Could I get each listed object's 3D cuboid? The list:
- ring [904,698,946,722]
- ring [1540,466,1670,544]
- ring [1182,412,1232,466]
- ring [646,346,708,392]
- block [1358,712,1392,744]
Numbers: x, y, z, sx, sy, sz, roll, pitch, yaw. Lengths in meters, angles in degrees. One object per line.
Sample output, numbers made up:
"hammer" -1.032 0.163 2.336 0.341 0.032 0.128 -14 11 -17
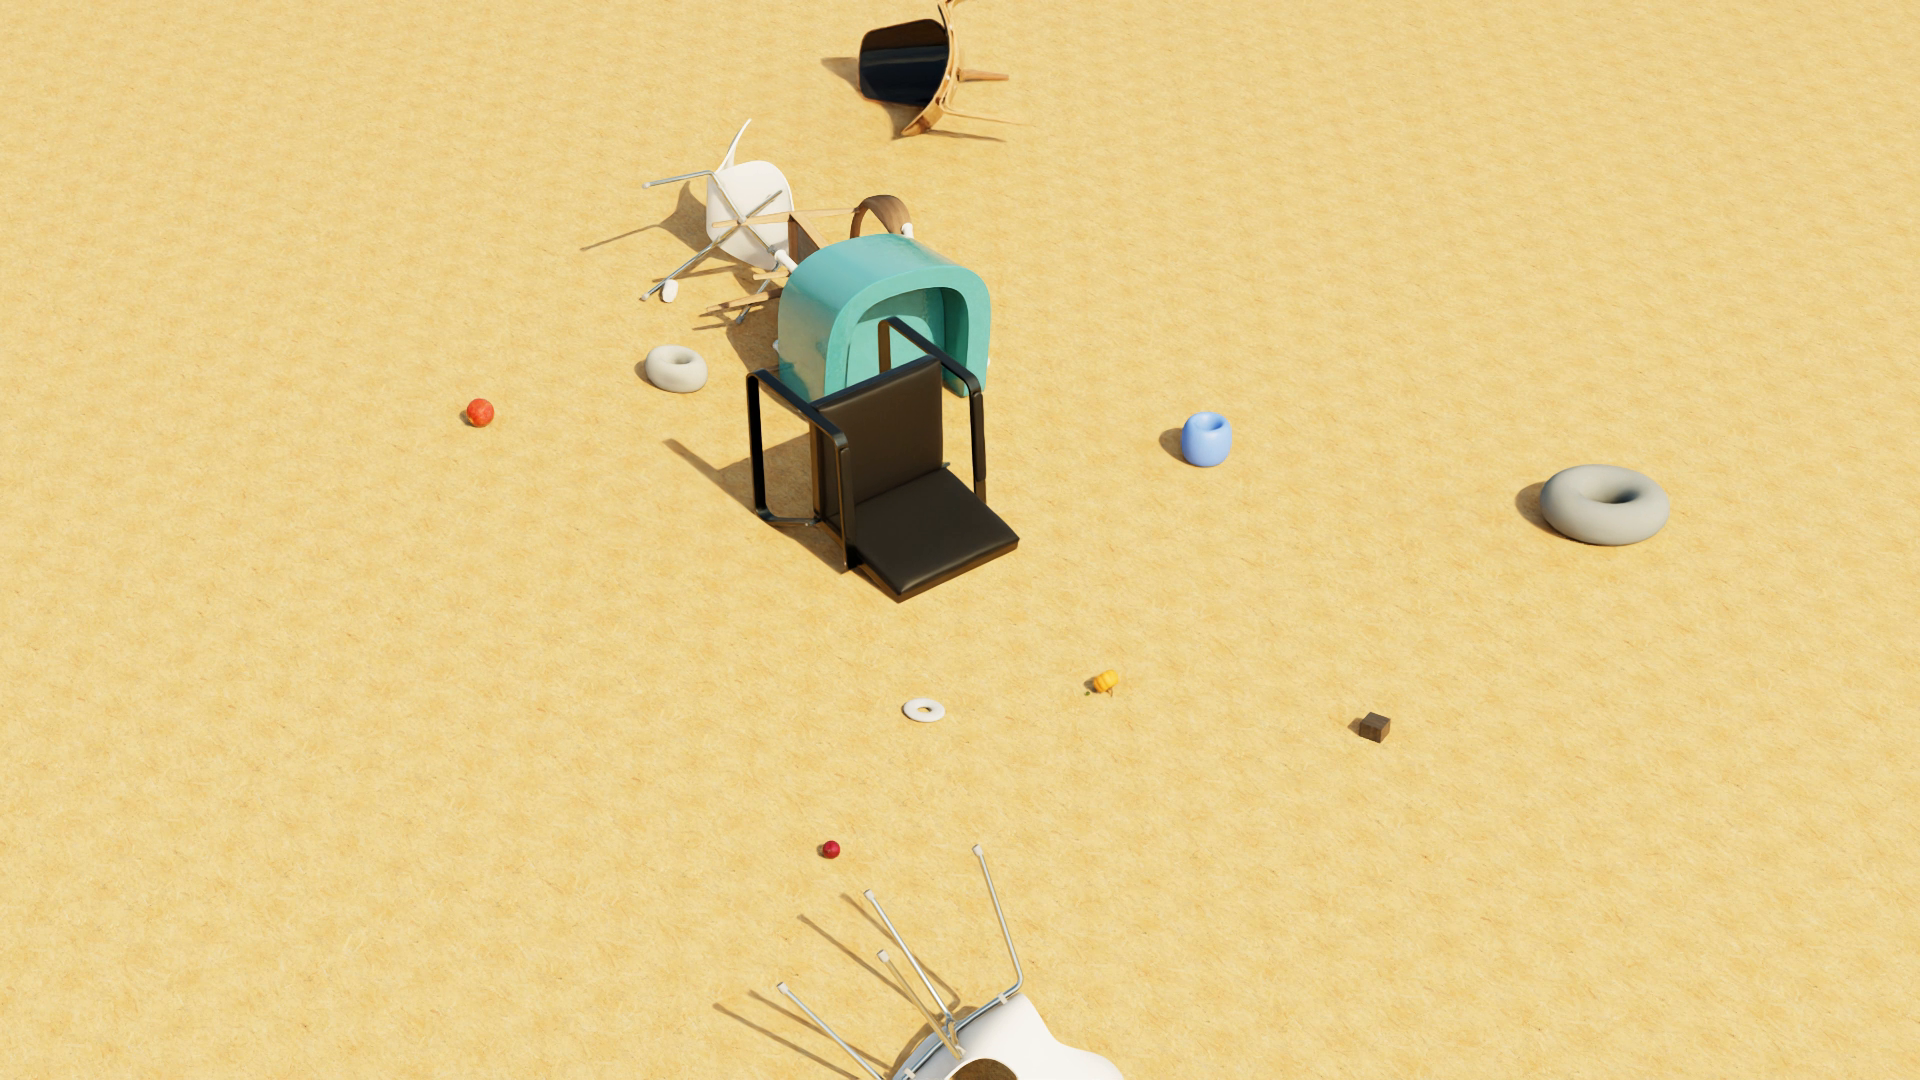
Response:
"ring" -0.122 0.582 10.036 0.149 0.028 0.120 14 37 21
"ring" 2.419 -0.133 11.001 0.484 0.165 0.405 4 34 4
"ring" 0.958 -0.391 11.396 0.198 0.161 0.221 12 33 14
"ring" -1.148 -0.693 11.880 0.281 0.130 0.201 20 40 25
"block" 1.405 0.635 9.928 0.079 0.058 0.075 20 38 27
